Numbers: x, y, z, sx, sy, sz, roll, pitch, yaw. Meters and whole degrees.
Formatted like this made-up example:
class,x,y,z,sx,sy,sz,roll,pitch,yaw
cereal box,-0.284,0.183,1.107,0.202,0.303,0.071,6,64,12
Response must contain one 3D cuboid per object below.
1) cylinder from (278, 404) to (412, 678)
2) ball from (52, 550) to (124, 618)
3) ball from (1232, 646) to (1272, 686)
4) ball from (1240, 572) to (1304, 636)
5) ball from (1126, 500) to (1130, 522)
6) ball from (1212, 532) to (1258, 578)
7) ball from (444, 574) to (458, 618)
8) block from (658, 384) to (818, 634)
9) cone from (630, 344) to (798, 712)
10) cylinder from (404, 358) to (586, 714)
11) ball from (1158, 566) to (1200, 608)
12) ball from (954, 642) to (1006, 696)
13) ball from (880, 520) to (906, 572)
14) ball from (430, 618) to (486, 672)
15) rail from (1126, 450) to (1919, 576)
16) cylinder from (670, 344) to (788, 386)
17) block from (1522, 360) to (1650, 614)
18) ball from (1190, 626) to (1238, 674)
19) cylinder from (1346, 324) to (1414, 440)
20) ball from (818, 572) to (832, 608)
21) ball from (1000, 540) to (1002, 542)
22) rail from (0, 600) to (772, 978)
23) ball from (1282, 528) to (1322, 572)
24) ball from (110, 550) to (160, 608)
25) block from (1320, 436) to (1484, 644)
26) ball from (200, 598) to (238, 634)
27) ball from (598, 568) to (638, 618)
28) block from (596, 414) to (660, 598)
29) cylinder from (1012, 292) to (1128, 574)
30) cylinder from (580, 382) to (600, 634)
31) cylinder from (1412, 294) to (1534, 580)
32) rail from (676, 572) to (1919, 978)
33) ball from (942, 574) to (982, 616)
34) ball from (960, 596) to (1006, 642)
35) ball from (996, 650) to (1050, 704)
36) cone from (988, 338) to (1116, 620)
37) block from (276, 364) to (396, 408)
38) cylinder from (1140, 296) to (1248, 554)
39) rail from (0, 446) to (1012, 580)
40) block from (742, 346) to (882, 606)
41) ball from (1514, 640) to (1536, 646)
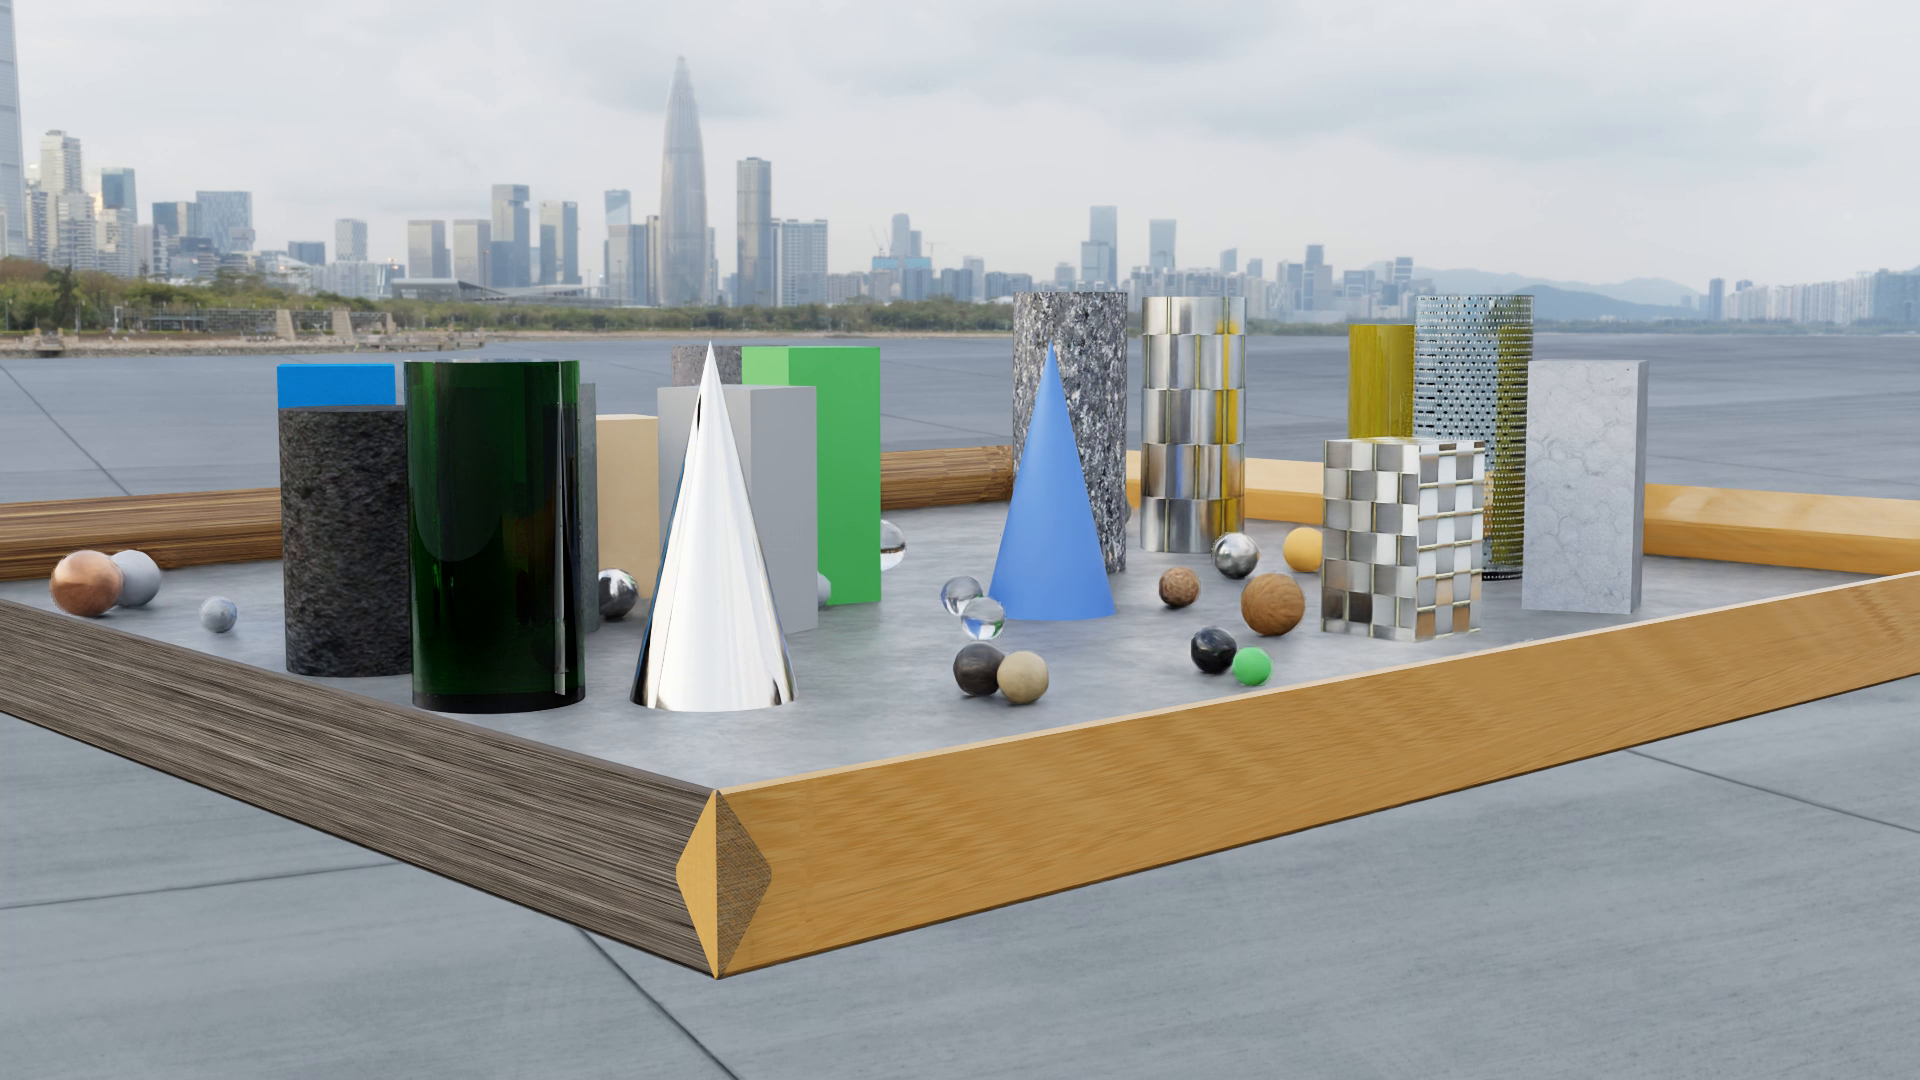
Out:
class,x,y,z,sx,sy,sz,roll,pitch,yaw
cylinder,-0.746,-0.003,2.749,0.195,0.323,0.195,0,6,0
ball,-1.266,0.063,3.192,0.097,0.097,0.097,0,6,0
ball,0.346,0.150,2.611,0.047,0.047,0.047,0,6,0
ball,0.427,0.088,3.005,0.088,0.088,0.088,0,6,0
ball,0.305,-0.058,4.436,0.080,0.080,0.080,0,6,0
ball,0.458,0.026,3.649,0.076,0.076,0.076,0,6,0
ball,-0.755,0.080,3.130,0.077,0.077,0.077,0,6,0
block,-0.306,-0.043,3.047,0.156,0.338,0.156,4,7,30
cone,-0.284,-0.023,2.519,0.195,0.409,0.195,0,6,0
cylinder,-0.529,-0.010,2.504,0.195,0.387,0.195,0,6,0
ball,0.328,0.071,3.296,0.061,0.061,0.061,0,6,0
ball,0.024,0.149,2.538,0.064,0.064,0.064,0,6,0
ball,-0.137,0.010,3.741,0.088,0.088,0.088,0,6,0
ball,-0.619,0.129,2.714,0.067,0.067,0.067,0,6,0
rail,1.009,-0.064,4.258,0.045,0.127,2.551,-5,8,-42
cylinder,-0.387,-0.136,3.709,0.195,0.385,0.195,0,6,0
block,0.941,-0.085,3.308,0.156,0.368,0.156,2,6,23
ball,0.311,0.135,2.700,0.058,0.058,0.058,0,6,0
cylinder,0.792,-0.176,3.939,0.195,0.418,0.195,0,6,0
ball,-0.219,0.075,3.276,0.056,0.056,0.056,0,6,0
ball,0.106,0.004,3.900,0.067,0.067,0.067,0,6,0
rail,-1.009,0.130,2.406,0.045,0.127,2.551,-5,8,-42
ball,0.588,0.016,3.745,0.076,0.076,0.076,0,6,0
ball,-1.242,0.059,3.290,0.086,0.086,0.086,0,6,0
block,0.611,-0.005,3.037,0.156,0.265,0.156,-6,8,-43
ball,-1.023,0.104,3.036,0.049,0.049,0.049,0,6,0
ball,-0.502,0.077,3.180,0.072,0.072,0.072,0,6,0
block,-0.554,-0.053,3.442,0.156,0.277,0.156,-3,7,-30
cylinder,0.188,-0.186,3.768,0.195,0.473,0.195,0,6,0
cylinder,-0.603,-0.046,3.060,0.195,0.343,0.195,0,6,0
cylinder,0.858,-0.176,3.692,0.195,0.468,0.195,0,6,0
rail,0.849,0.129,2.417,2.793,0.127,0.045,-5,8,-42
ball,0.003,0.081,3.202,0.061,0.061,0.061,0,6,0
ball,0.031,0.106,2.964,0.061,0.061,0.061,0,6,0
ball,0.072,0.156,2.492,0.060,0.060,0.060,0,6,0
cone,0.133,-0.095,3.234,0.195,0.403,0.195,0,6,0
block,-0.876,-0.064,3.111,0.156,0.367,0.156,-2,6,-15
cylinder,0.435,-0.217,4.097,0.195,0.467,0.195,0,6,0
rail,-0.849,-0.063,4.247,2.793,0.127,0.045,-5,8,-42
block,-0.228,-0.102,3.377,0.156,0.388,0.156,-4,7,-32
ball,0.677,0.146,2.620,0.053,0.053,0.053,0,6,0
